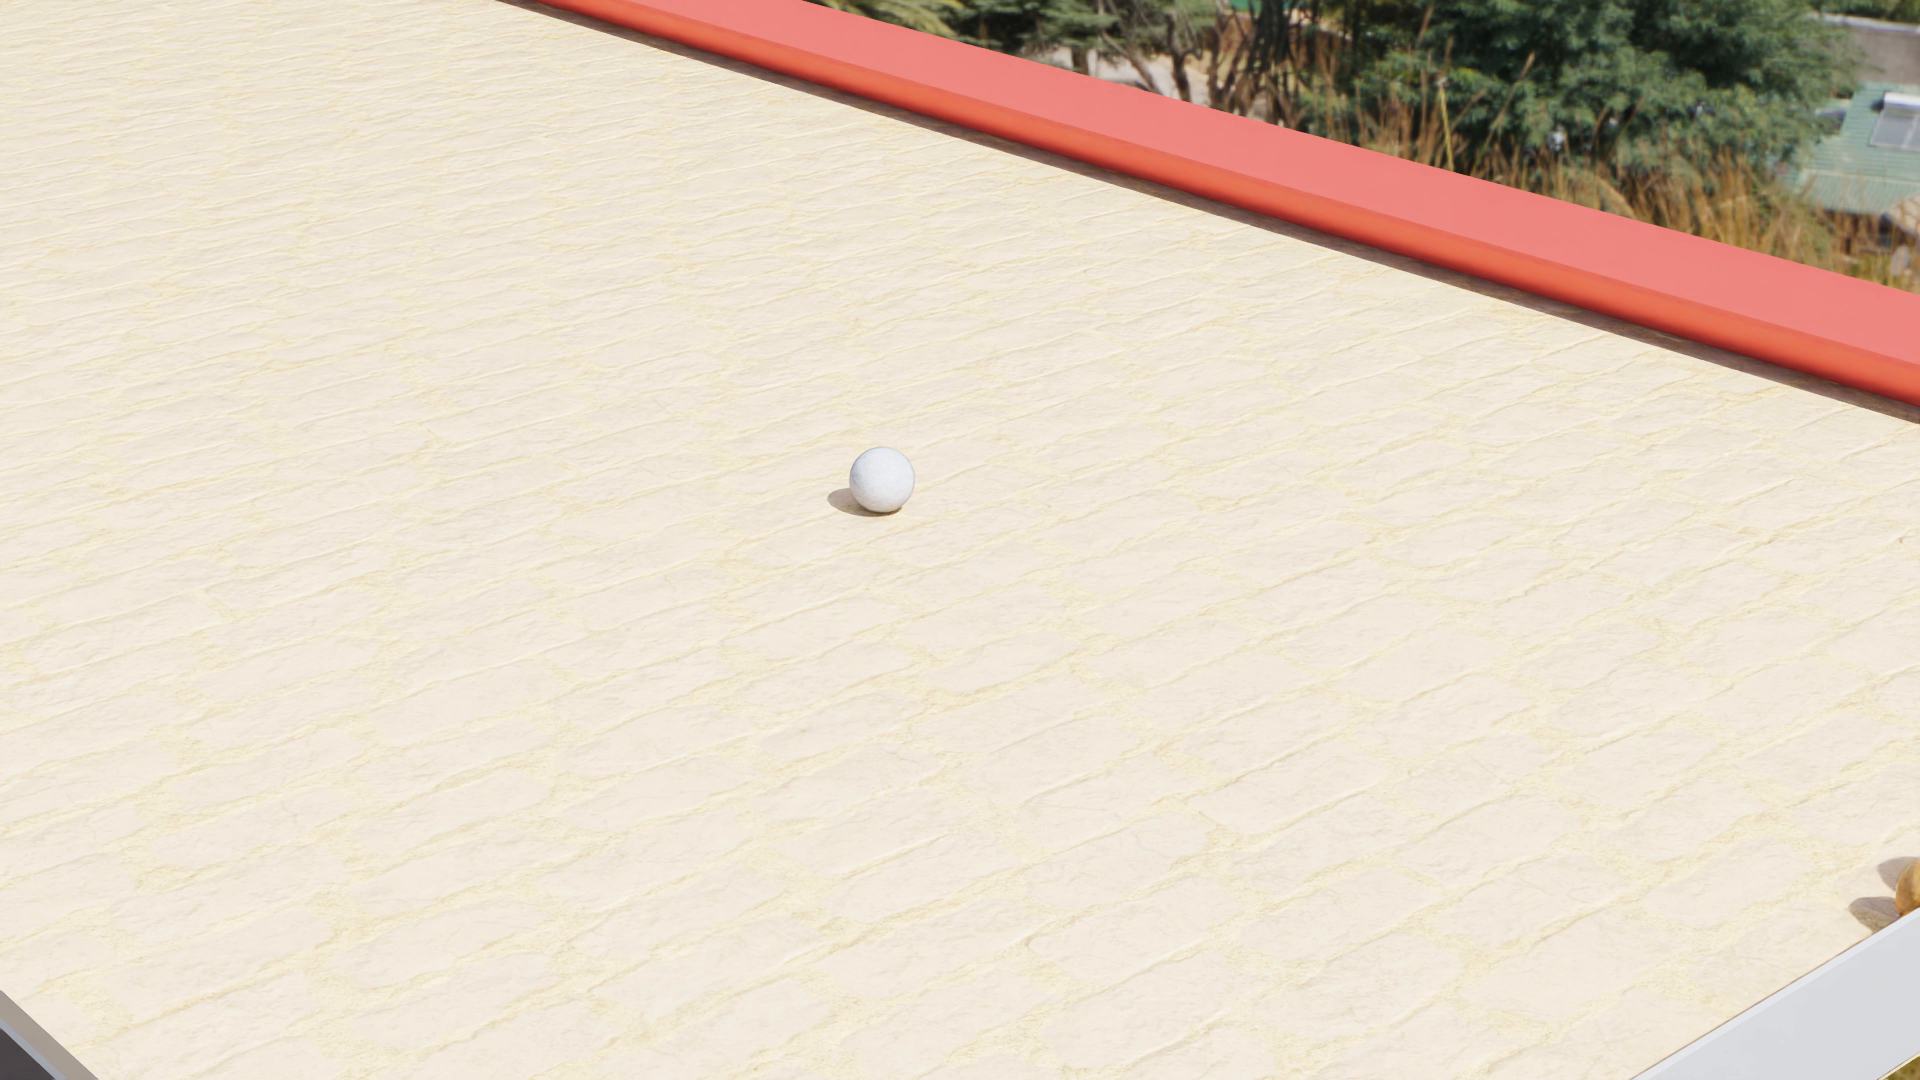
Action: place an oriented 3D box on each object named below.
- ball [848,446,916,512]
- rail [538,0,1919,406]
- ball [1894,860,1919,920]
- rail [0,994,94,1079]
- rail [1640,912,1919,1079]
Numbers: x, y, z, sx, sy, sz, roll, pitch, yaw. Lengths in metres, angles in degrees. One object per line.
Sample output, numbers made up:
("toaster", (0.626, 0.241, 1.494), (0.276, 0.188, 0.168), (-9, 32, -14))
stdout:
("ball", (-0.067, -0.052, 2.536), (0.057, 0.057, 0.057), (0, 23, 0))
("rail", (0.093, -0.523, 3.592), (0.045, 0.106, 3.662), (-19, 29, -37))
("ball", (0.624, 0.228, 1.875), (0.053, 0.053, 0.053), (0, 23, 0))
("rail", (-1.301, -0.049, 2.464), (0.045, 0.106, 3.662), (-19, 29, -37))
("rail", (0.588, 0.240, 1.776), (1.902, 0.106, 0.045), (-19, 29, -37))
